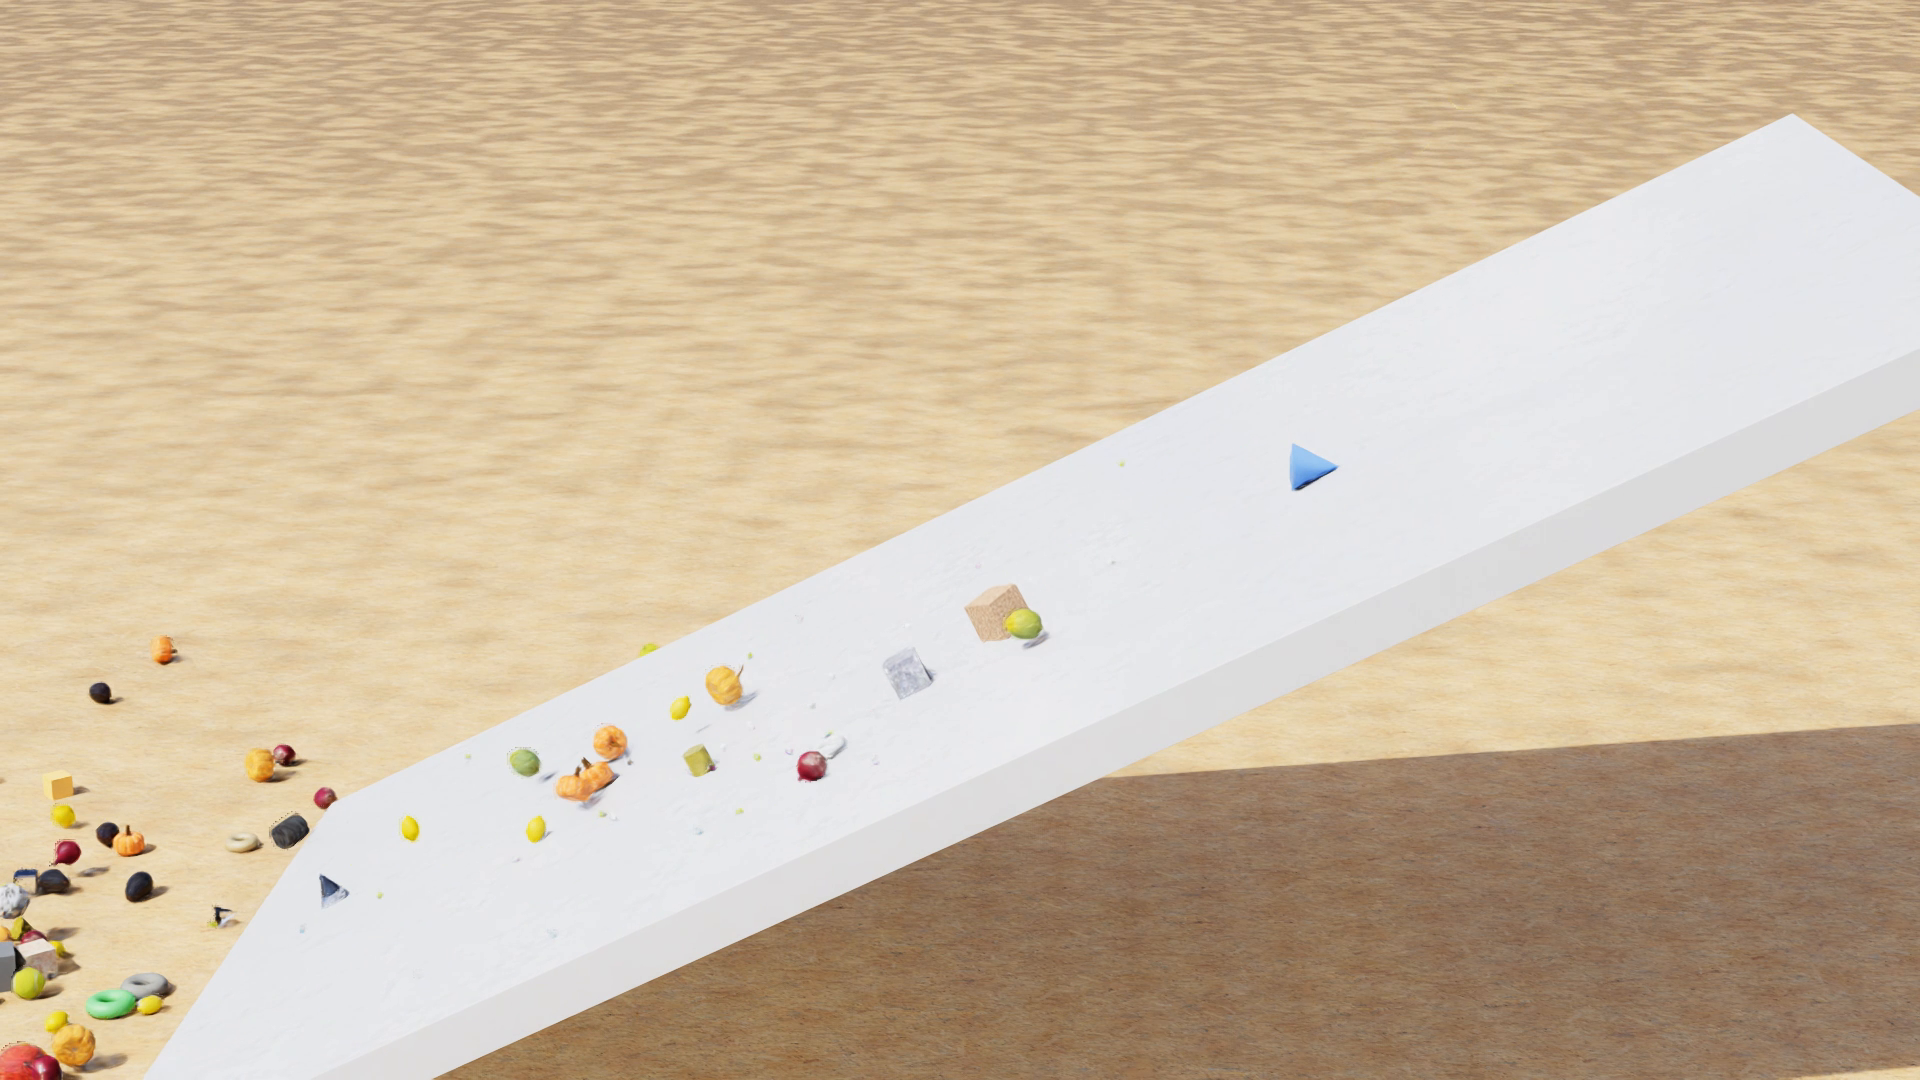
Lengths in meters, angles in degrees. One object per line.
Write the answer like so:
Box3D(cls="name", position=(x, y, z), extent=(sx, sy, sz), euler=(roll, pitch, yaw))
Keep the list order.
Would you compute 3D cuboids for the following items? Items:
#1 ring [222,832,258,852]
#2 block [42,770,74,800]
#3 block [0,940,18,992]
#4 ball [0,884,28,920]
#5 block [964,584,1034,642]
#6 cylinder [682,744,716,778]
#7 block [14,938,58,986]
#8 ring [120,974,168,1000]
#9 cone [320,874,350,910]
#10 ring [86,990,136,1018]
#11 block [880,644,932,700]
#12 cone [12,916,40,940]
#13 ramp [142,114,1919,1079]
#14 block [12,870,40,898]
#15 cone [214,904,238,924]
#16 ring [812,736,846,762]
Box3D(cls="ring", position=(-1.837, 0.773, 7.512), extent=(0.090, 0.030, 0.090), euler=(-1, 17, 0))
Box3D(cls="block", position=(-2.409, 0.655, 7.857), extent=(0.058, 0.058, 0.058), euler=(-13, 21, -37))
Box3D(cls="block", position=(-2.204, 0.978, 6.722), extent=(0.086, 0.086, 0.086), euler=(-6, 18, -19))
Box3D(cls="ball", position=(-2.230, 0.849, 6.905), extent=(0.084, 0.084, 0.084), euler=(0, 17, 0))
Box3D(cls="block", position=(0.080, 0.151, 6.062), extent=(0.085, 0.085, 0.085), euler=(-37, 16, -34))
Box3D(cls="cylinder", position=(-0.550, 0.465, 6.185), extent=(0.053, 0.053, 0.053), euler=(-26, 14, 7))
Box3D(cls="block", position=(-2.127, 0.971, 6.773), extent=(0.071, 0.071, 0.071), euler=(-13, 21, -38))
Box3D(cls="ring", position=(-1.854, 1.016, 6.686), extent=(0.106, 0.035, 0.106), euler=(0, 15, 0))
Box3D(cls="cone", position=(-1.431, 0.785, 6.658), extent=(0.073, 0.073, 0.073), euler=(-26, 14, 7))
Box3D(cls="ring", position=(-1.906, 1.041, 6.600), extent=(0.109, 0.036, 0.109), euler=(-1, 15, 0))
Box3D(cls="block", position=(-0.109, 0.271, 6.007), extent=(0.074, 0.074, 0.074), euler=(-27, 14, 0))
Box3D(cls="cone", position=(-2.216, 0.929, 6.994), extent=(0.057, 0.057, 0.057), euler=(21, 1, -38))
Box3D(cls="ramp", position=(0.139, 0.168, 6.281), extent=(4.000, 0.100, 2.000), euler=(-25, 14, 10))
Box3D(cls="block", position=(-2.294, 0.845, 7.226), extent=(0.053, 0.053, 0.053), euler=(-2, 17, -8))
Box3D(cls="cone", position=(-1.754, 0.896, 7.042), extent=(0.053, 0.053, 0.053), euler=(3, 14, -22))
Box3D(cls="ring", position=(-0.261, 0.415, 5.870), extent=(0.077, 0.026, 0.077), euler=(-25, 14, 7))
